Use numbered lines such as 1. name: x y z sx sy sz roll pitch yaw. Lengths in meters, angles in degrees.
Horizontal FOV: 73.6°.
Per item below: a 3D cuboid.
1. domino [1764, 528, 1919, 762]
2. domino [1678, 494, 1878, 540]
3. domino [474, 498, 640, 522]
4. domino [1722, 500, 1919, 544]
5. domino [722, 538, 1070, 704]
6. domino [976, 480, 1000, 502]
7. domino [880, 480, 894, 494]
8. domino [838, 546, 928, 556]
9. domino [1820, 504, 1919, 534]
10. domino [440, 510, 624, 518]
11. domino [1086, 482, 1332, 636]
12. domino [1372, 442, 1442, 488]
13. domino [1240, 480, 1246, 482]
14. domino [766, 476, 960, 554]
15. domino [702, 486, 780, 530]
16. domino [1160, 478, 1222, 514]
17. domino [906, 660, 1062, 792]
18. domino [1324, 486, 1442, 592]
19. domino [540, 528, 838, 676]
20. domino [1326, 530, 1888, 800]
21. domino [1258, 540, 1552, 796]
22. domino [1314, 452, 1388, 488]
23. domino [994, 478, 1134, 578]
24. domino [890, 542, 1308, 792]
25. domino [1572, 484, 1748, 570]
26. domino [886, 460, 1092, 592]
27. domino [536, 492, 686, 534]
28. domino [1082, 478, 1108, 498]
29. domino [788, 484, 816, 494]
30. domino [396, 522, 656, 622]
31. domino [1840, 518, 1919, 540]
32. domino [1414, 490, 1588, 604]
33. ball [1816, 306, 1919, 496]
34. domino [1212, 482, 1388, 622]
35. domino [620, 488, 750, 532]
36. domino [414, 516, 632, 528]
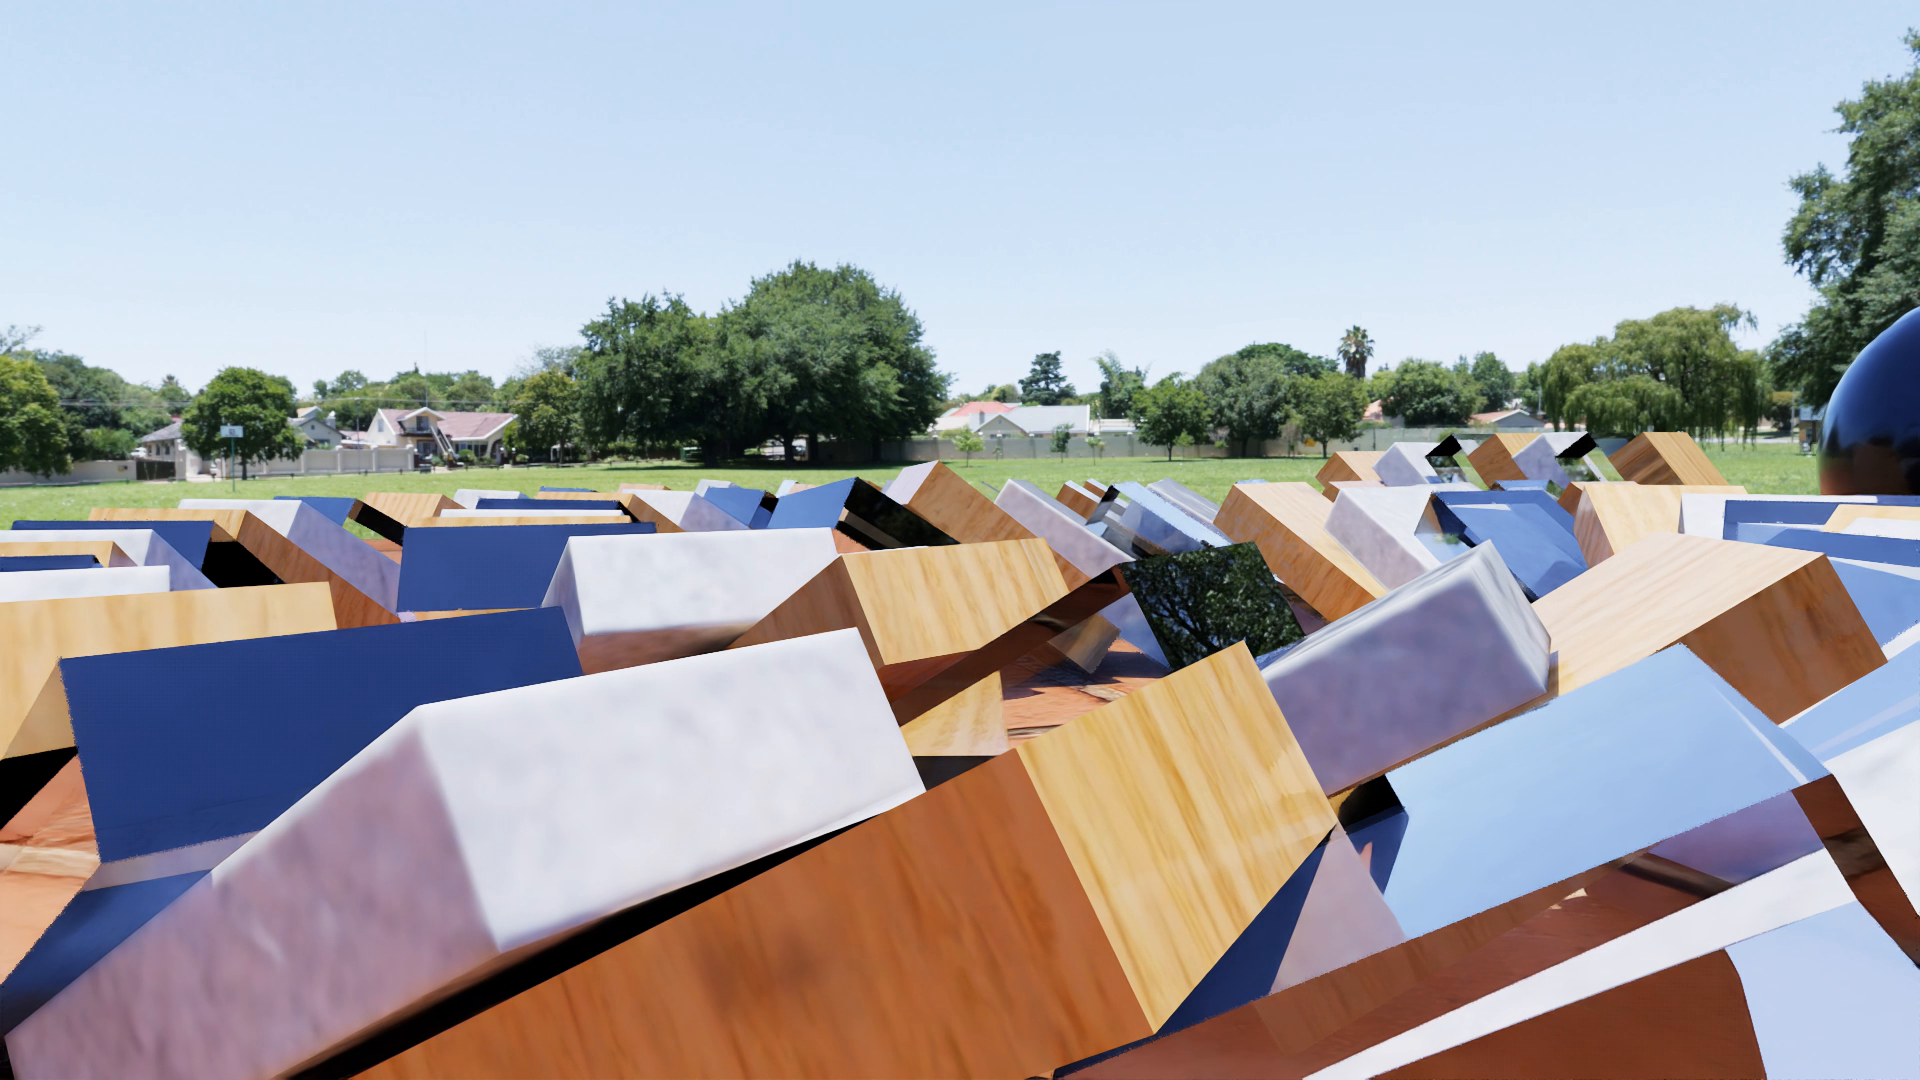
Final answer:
1. domino: 0.066 0.017 0.114 0.050 0.010 0.025 -32 8 -5
2. domino: 0.115 0.012 0.178 0.025 0.009 0.050 2 37 25
3. domino: -0.057 0.009 0.215 0.025 0.010 0.050 1 -27 18
4. domino: 0.109 0.013 0.160 0.025 0.010 0.050 3 37 32
5. domino: -0.015 0.016 0.123 0.025 0.009 0.050 -5 -25 -47
6. domino: 0.024 0.003 0.304 0.050 0.010 0.025 31 4 -1
7. domino: 0.004 0.003 0.297 0.050 0.010 0.025 31 -2 -11
8. domino: -0.008 0.013 0.196 0.025 0.009 0.050 -6 -18 19
9. domino: 0.100 0.015 0.138 0.050 0.010 0.025 -40 25 -26
10. domino: -0.056 0.011 0.193 0.025 0.009 0.050 0 -26 5
11. domino: 0.051 0.006 0.253 0.050 0.009 0.025 34 14 13
12. domino: 0.133 -0.004 0.338 0.025 0.050 0.010 -3 -38 -40
13. domino: 0.099 0.000 0.354 0.050 0.009 0.025 33 19 23
14. domino: -0.007 0.007 0.224 0.050 0.009 0.025 33 -24 -29
15. domino: -0.030 0.005 0.270 0.050 0.009 0.025 34 -17 -34
16. domino: 0.076 -0.001 0.357 0.050 0.009 0.025 31 11 11
17. domino: 0.000 0.025 0.171 0.025 0.009 0.050 0 4 0
18. domino: 0.093 0.008 0.238 0.025 0.009 0.050 -2 36 -26
19. domino: -0.033 0.015 0.136 0.025 0.009 0.050 -2 -27 -30
20. domino: 0.046 0.017 0.109 0.050 0.009 0.025 -32 2 4
21. domino: 0.022 0.017 0.106 0.050 0.009 0.025 -33 -10 24
22. domino: 0.122 -0.004 0.348 0.025 0.010 0.050 -4 47 -41
23. domino: 0.030 0.006 0.256 0.050 0.009 0.025 34 8 8
24. domino: 0.003 0.017 0.113 0.050 0.009 0.025 -35 -16 32
25. domino: 0.116 0.010 0.199 0.025 0.009 0.050 1 38 9
26. domino: 0.009 0.005 0.242 0.050 0.009 0.025 37 -10 -13
27. domino: -0.053 0.008 0.237 0.025 0.009 0.050 2 -26 35
28. domino: 0.056 -0.001 0.358 0.050 0.009 0.025 30 8 6
29. domino: -0.014 0.004 0.284 0.050 0.009 0.025 32 -11 -26
30. domino: -0.048 0.014 0.153 0.025 0.010 0.050 -1 -27 -10
31. domino: 0.084 0.016 0.123 0.050 0.010 0.025 -34 14 -14
32. domino: 0.104 0.009 0.221 0.025 0.009 0.050 -1 35 -18
33. ball: 0.233 -0.018 0.277 0.080 0.080 0.080 0 4 0
34. domino: 0.076 0.006 0.252 0.025 0.009 0.050 -4 38 -41
35. domino: -0.043 0.007 0.255 0.025 0.010 0.050 4 -25 45
36. domino: -0.053 0.013 0.173 0.025 0.010 0.050 -1 -27 -4
